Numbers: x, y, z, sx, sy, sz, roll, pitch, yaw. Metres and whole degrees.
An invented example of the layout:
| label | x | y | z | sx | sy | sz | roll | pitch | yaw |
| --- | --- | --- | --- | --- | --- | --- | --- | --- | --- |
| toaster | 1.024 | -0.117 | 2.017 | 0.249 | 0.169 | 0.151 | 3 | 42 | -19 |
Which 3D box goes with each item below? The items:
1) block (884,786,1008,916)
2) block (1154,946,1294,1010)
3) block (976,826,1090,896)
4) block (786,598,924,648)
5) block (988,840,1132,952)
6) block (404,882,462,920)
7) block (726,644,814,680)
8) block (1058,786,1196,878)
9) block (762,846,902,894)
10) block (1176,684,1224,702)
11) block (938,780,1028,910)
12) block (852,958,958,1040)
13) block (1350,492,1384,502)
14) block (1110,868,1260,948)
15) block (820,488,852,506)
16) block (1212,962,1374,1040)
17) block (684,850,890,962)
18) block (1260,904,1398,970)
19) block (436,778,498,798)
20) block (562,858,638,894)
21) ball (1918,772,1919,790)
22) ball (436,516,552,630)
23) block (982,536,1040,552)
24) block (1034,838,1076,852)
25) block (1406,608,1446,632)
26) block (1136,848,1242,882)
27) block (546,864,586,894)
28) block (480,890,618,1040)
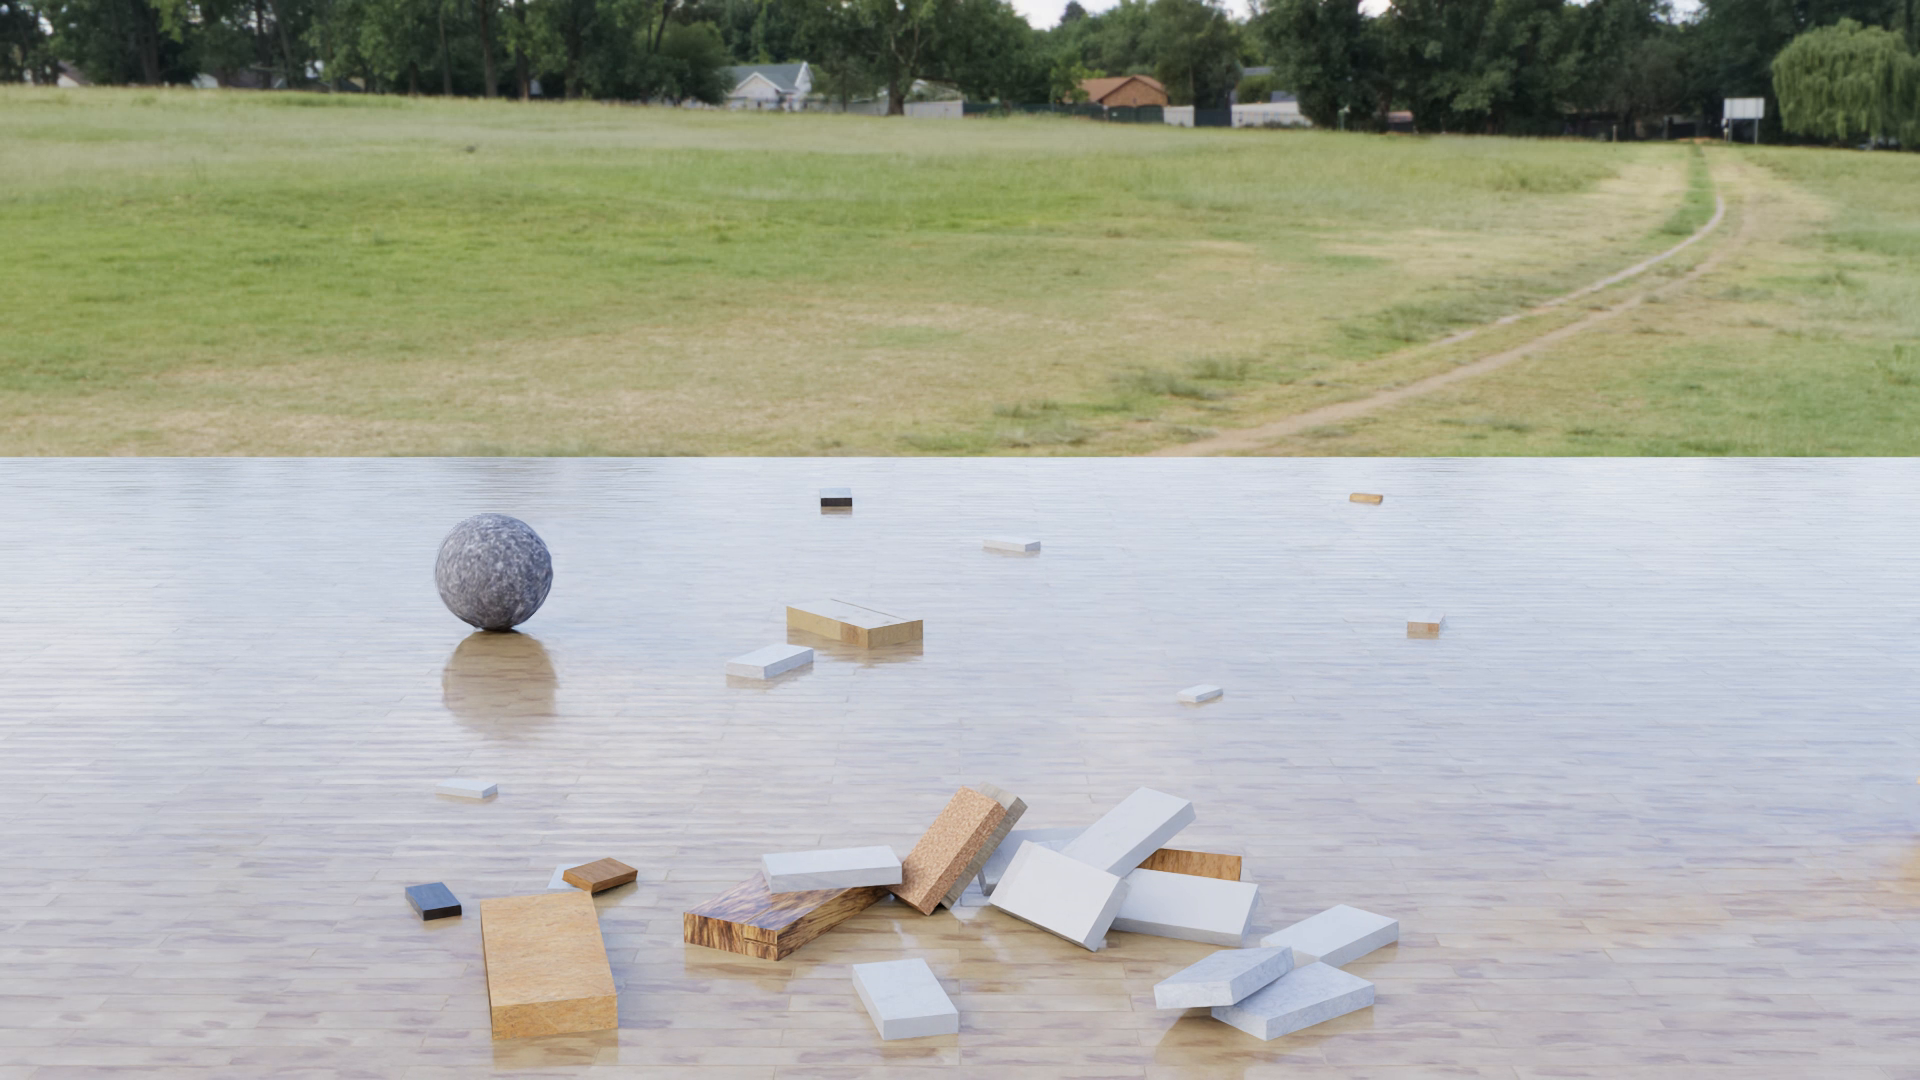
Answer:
| label | x | y | z | sx | sy | sz | roll | pitch | yaw |
| --- | --- | --- | --- | --- | --- | --- | --- | --- | --- |
| block | -0.024 | 0.510 | 3.627 | 0.215 | 0.030 | 0.108 | -51 | 31 | -14 |
| block | 0.386 | 0.634 | 3.194 | 0.118 | 0.033 | 0.236 | -10 | -2 | 30 |
| block | 0.134 | 0.538 | 3.694 | 0.221 | 0.031 | 0.110 | -1 | 42 | -17 |
| block | -0.270 | 0.208 | 5.590 | 0.174 | 0.049 | 0.347 | -9 | 14 | -39 |
| block | 0.157 | 0.564 | 3.502 | 0.236 | 0.118 | 0.033 | 13 | -24 | 51 |
| block | -0.865 | 0.592 | 3.608 | 0.062 | 0.018 | 0.124 | -5 | 12 | -27 |
| block | -0.450 | 0.287 | 5.218 | 0.107 | 0.030 | 0.213 | 6 | 12 | 28 |
| block | 0.262 | 0.495 | 3.609 | 0.240 | 0.033 | 0.118 | -34 | 27 | -30 |
| block | -0.210 | 0.538 | 3.597 | 0.213 | 0.030 | 0.107 | -2 | 11 | -13 |
| block | 0.540 | 0.345 | 4.949 | 0.052 | 0.015 | 0.104 | 9 | 14 | 42 |
| block | 0.010 | 0.505 | 3.654 | 0.215 | 0.030 | 0.108 | -51 | 31 | -14 |
| block | -0.081 | 0.664 | 3.188 | 0.108 | 0.030 | 0.215 | -3 | 11 | -14 |
| block | 1.406 | -0.150 | 7.611 | 0.104 | 0.015 | 0.052 | 5 | 12 | 25 |
| block | 0.356 | 0.583 | 3.494 | 0.217 | 0.031 | 0.108 | 4 | 39 | 22 |
| block | -0.427 | -0.148 | 7.560 | 0.107 | 0.030 | 0.213 | -1 | 11 | -4 |
| block | 0.482 | 0.665 | 3.180 | 0.221 | 0.031 | 0.110 | -8 | 13 | -36 |
| block | -0.274 | 0.586 | 3.555 | 0.174 | 0.049 | 0.347 | 6 | 12 | 28 |
| block | 0.576 | 0.621 | 3.420 | 0.108 | 0.031 | 0.217 | 10 | 14 | 43 |
| block | -0.950 | 0.478 | 4.233 | 0.104 | 0.015 | 0.052 | 4 | 11 | 21 |
| block | -0.604 | 0.563 | 3.695 | 0.062 | 0.018 | 0.124 | 19 | 11 | 26 |
| ball | 1.839 | 0.443 | 4.022 | 0.159 | 0.159 | 0.159 | 0 | 11 | 0 |
| ball | -1.185 | 0.083 | 5.599 | 0.293 | 0.293 | 0.293 | 0 | 11 | 0 |
| block | 0.158 | 0.010 | 6.729 | 0.160 | 0.023 | 0.080 | 8 | 13 | 37 |
| block | 0.221 | 0.547 | 3.657 | 0.220 | 0.031 | 0.110 | -4 | 46 | -19 |
| block | 1.204 | 0.207 | 5.671 | 0.080 | 0.023 | 0.160 | 3 | 11 | 18 |
| block | 0.347 | 0.557 | 3.596 | 0.217 | 0.031 | 0.108 | 4 | 42 | 10 |
| block | -0.654 | 0.574 | 3.705 | 0.062 | 0.018 | 0.124 | 0 | 11 | -1 |
| block | -0.624 | 0.632 | 3.308 | 0.174 | 0.049 | 0.449 | -3 | 11 | -14 |
